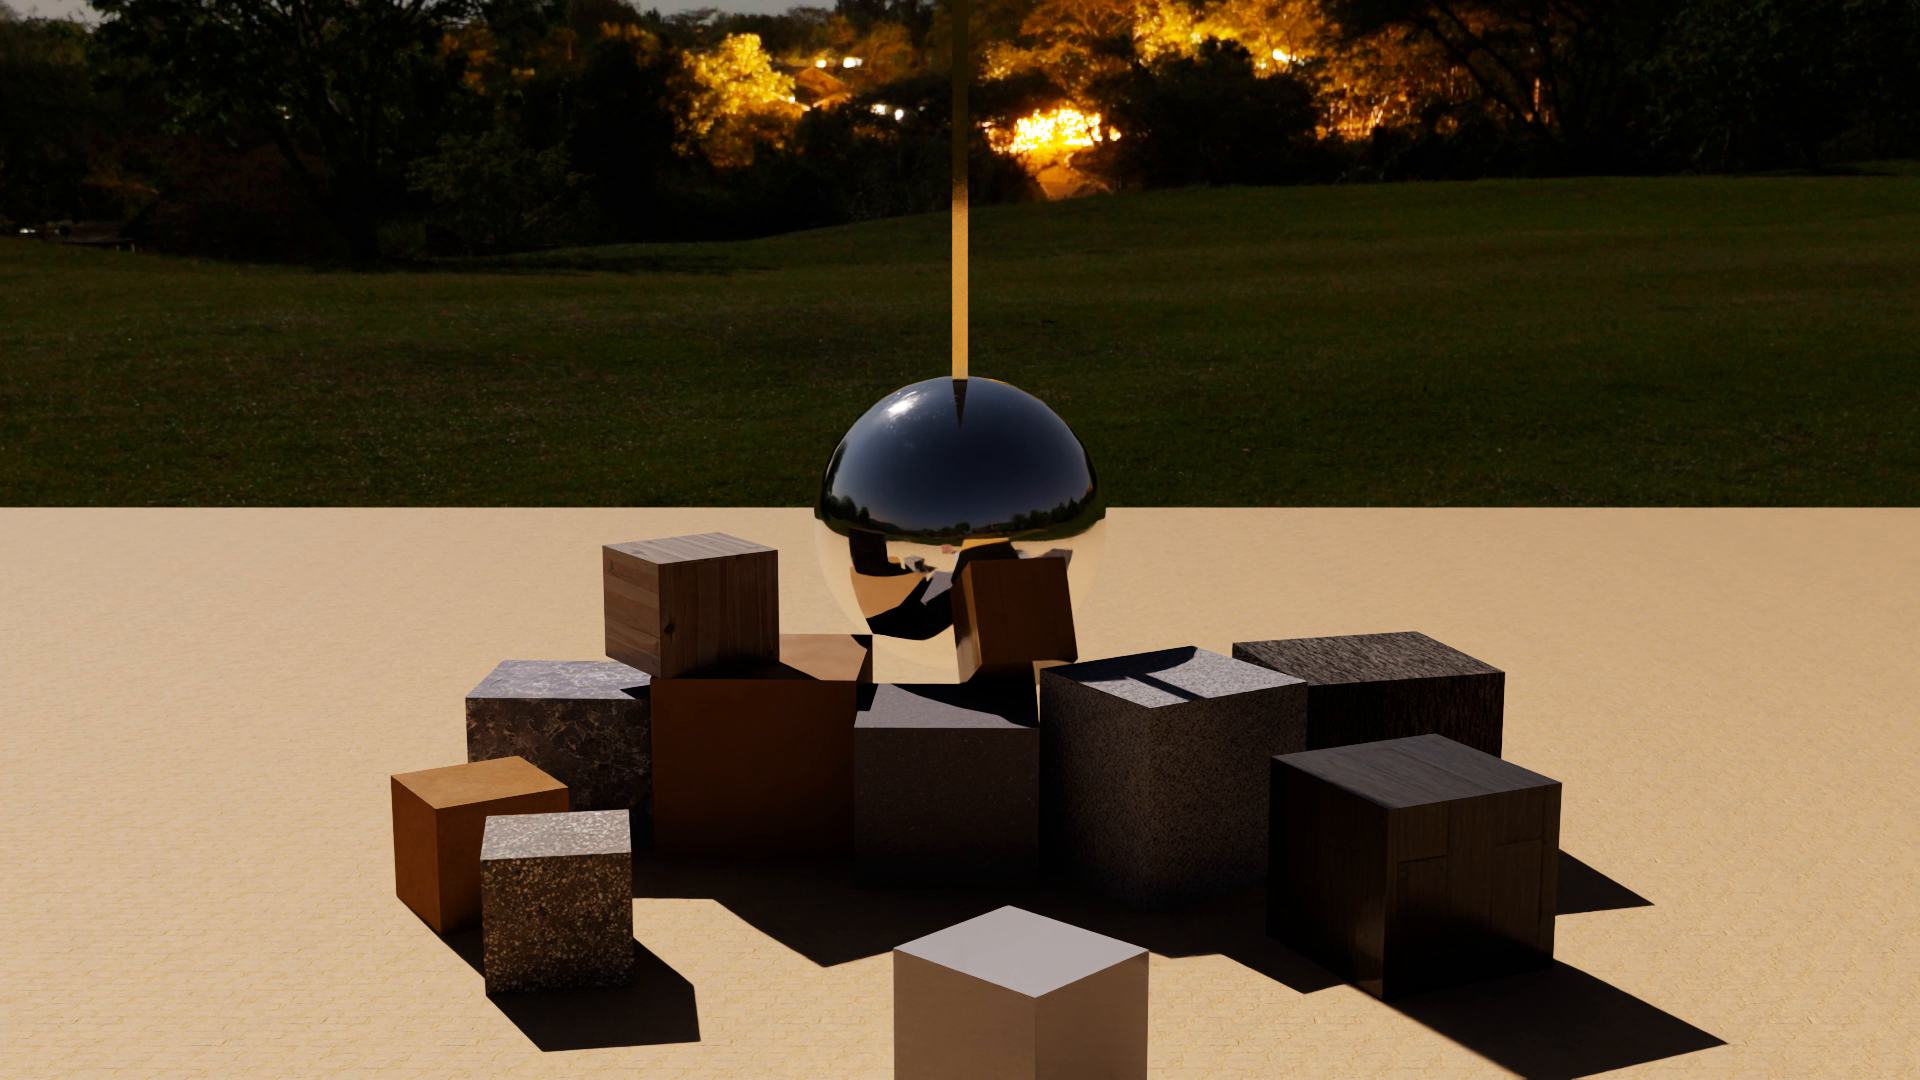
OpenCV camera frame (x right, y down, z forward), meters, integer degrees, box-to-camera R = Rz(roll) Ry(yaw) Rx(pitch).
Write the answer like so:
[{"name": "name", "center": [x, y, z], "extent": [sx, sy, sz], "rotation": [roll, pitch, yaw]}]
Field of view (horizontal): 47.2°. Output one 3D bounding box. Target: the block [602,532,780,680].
[{"name": "block", "center": [-1.359, 0.319, 11.099], "extent": [0.667, 0.573, 0.615], "rotation": [-7, 12, -34]}]

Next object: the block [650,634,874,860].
[{"name": "block", "center": [-0.990, 1.039, 11.300], "extent": [1.010, 0.914, 1.015], "rotation": [0, 10, 2]}]

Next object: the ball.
[{"name": "ball", "center": [0.000, -0.094, 11.960], "extent": [1.600, 1.600, 1.600], "rotation": [0, 10, 0]}]

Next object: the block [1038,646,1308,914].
[{"name": "block", "center": [1.017, 1.128, 10.624], "extent": [0.933, 0.979, 0.886], "rotation": [-6, 12, -32]}]

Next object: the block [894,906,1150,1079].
[{"name": "block", "center": [0.220, 1.785, 7.970], "extent": [0.682, 0.637, 0.619], "rotation": [10, 14, 42]}]

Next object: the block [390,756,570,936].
[{"name": "block", "center": [-2.222, 1.403, 10.201], "extent": [0.625, 0.590, 0.622], "rotation": [-6, 12, -32]}]

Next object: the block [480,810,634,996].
[{"name": "block", "center": [-1.719, 1.543, 9.433], "extent": [0.615, 0.589, 0.602], "rotation": [-2, 10, -9]}]

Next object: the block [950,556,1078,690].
[{"name": "block", "center": [0.260, 0.416, 10.927], "extent": [0.483, 0.521, 0.488], "rotation": [-3, -18, -13]}]

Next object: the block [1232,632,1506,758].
[{"name": "block", "center": [2.072, 1.041, 11.330], "extent": [1.062, 0.899, 0.962], "rotation": [-3, 11, -15]}]

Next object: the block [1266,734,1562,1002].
[{"name": "block", "center": [1.960, 1.397, 9.579], "extent": [0.893, 0.825, 0.868], "rotation": [-5, 11, -25]}]

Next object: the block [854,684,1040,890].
[{"name": "block", "center": [-0.056, 1.193, 10.795], "extent": [0.870, 0.791, 0.852], "rotation": [0, 10, 1]}]

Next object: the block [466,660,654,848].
[{"name": "block", "center": [-1.972, 1.095, 11.387], "extent": [0.954, 0.772, 0.801], "rotation": [0, 10, 2]}]

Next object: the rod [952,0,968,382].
[{"name": "rod", "center": [0.000, -3.331, 10.920], "extent": [0.080, 5.200, 0.080], "rotation": [0, 18, 0]}]
